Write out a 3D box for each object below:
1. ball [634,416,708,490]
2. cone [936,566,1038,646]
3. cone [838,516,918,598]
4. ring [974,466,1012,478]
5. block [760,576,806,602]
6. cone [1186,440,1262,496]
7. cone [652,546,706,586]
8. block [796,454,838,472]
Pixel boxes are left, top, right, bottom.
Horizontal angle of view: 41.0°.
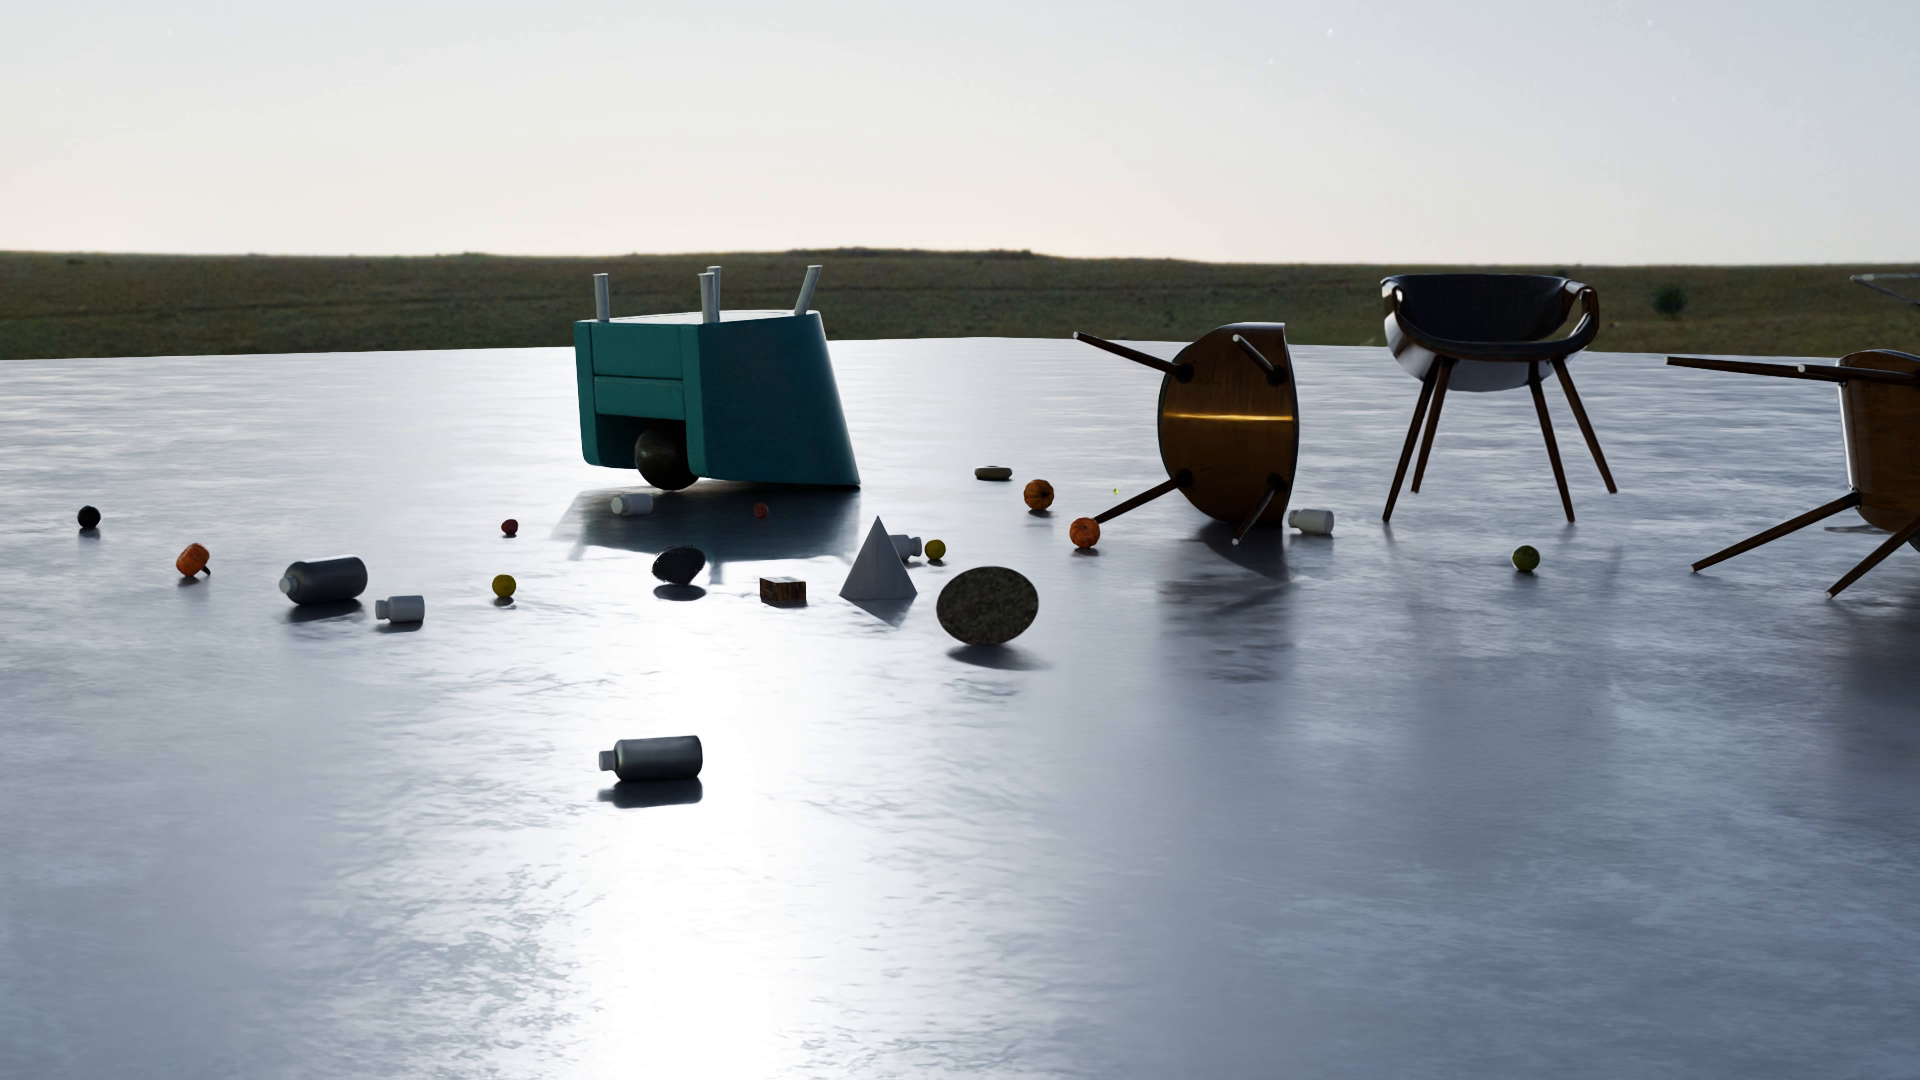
[{"bbox_3d":[-0.886,-0.265,7.870,0.228,0.228,0.228,0,6,0],"label":"ball"},{"bbox_3d":[0.056,0.147,4.667,0.188,0.181,0.094,12,-36,19],"label":"cone"},{"bbox_3d":[-0.169,0.030,5.306,0.170,0.168,0.117,-2,6,-18],"label":"cone"},{"bbox_3d":[0.108,-0.222,8.384,0.115,0.038,0.154,-5,7,-31],"label":"ring"},{"bbox_3d":[-0.364,0.099,5.264,0.066,0.038,0.102,-3,6,-23],"label":"block"},{"bbox_3d":[0.807,-0.180,7.779,0.238,0.158,0.234,16,25,-5],"label":"cone"},{"bbox_3d":[-0.591,0.077,5.464,0.119,0.107,0.067,-10,47,-16],"label":"cone"},{"bbox_3d":[-0.487,-0.259,8.693,0.119,0.049,0.109,-2,6,-17],"label":"block"}]
